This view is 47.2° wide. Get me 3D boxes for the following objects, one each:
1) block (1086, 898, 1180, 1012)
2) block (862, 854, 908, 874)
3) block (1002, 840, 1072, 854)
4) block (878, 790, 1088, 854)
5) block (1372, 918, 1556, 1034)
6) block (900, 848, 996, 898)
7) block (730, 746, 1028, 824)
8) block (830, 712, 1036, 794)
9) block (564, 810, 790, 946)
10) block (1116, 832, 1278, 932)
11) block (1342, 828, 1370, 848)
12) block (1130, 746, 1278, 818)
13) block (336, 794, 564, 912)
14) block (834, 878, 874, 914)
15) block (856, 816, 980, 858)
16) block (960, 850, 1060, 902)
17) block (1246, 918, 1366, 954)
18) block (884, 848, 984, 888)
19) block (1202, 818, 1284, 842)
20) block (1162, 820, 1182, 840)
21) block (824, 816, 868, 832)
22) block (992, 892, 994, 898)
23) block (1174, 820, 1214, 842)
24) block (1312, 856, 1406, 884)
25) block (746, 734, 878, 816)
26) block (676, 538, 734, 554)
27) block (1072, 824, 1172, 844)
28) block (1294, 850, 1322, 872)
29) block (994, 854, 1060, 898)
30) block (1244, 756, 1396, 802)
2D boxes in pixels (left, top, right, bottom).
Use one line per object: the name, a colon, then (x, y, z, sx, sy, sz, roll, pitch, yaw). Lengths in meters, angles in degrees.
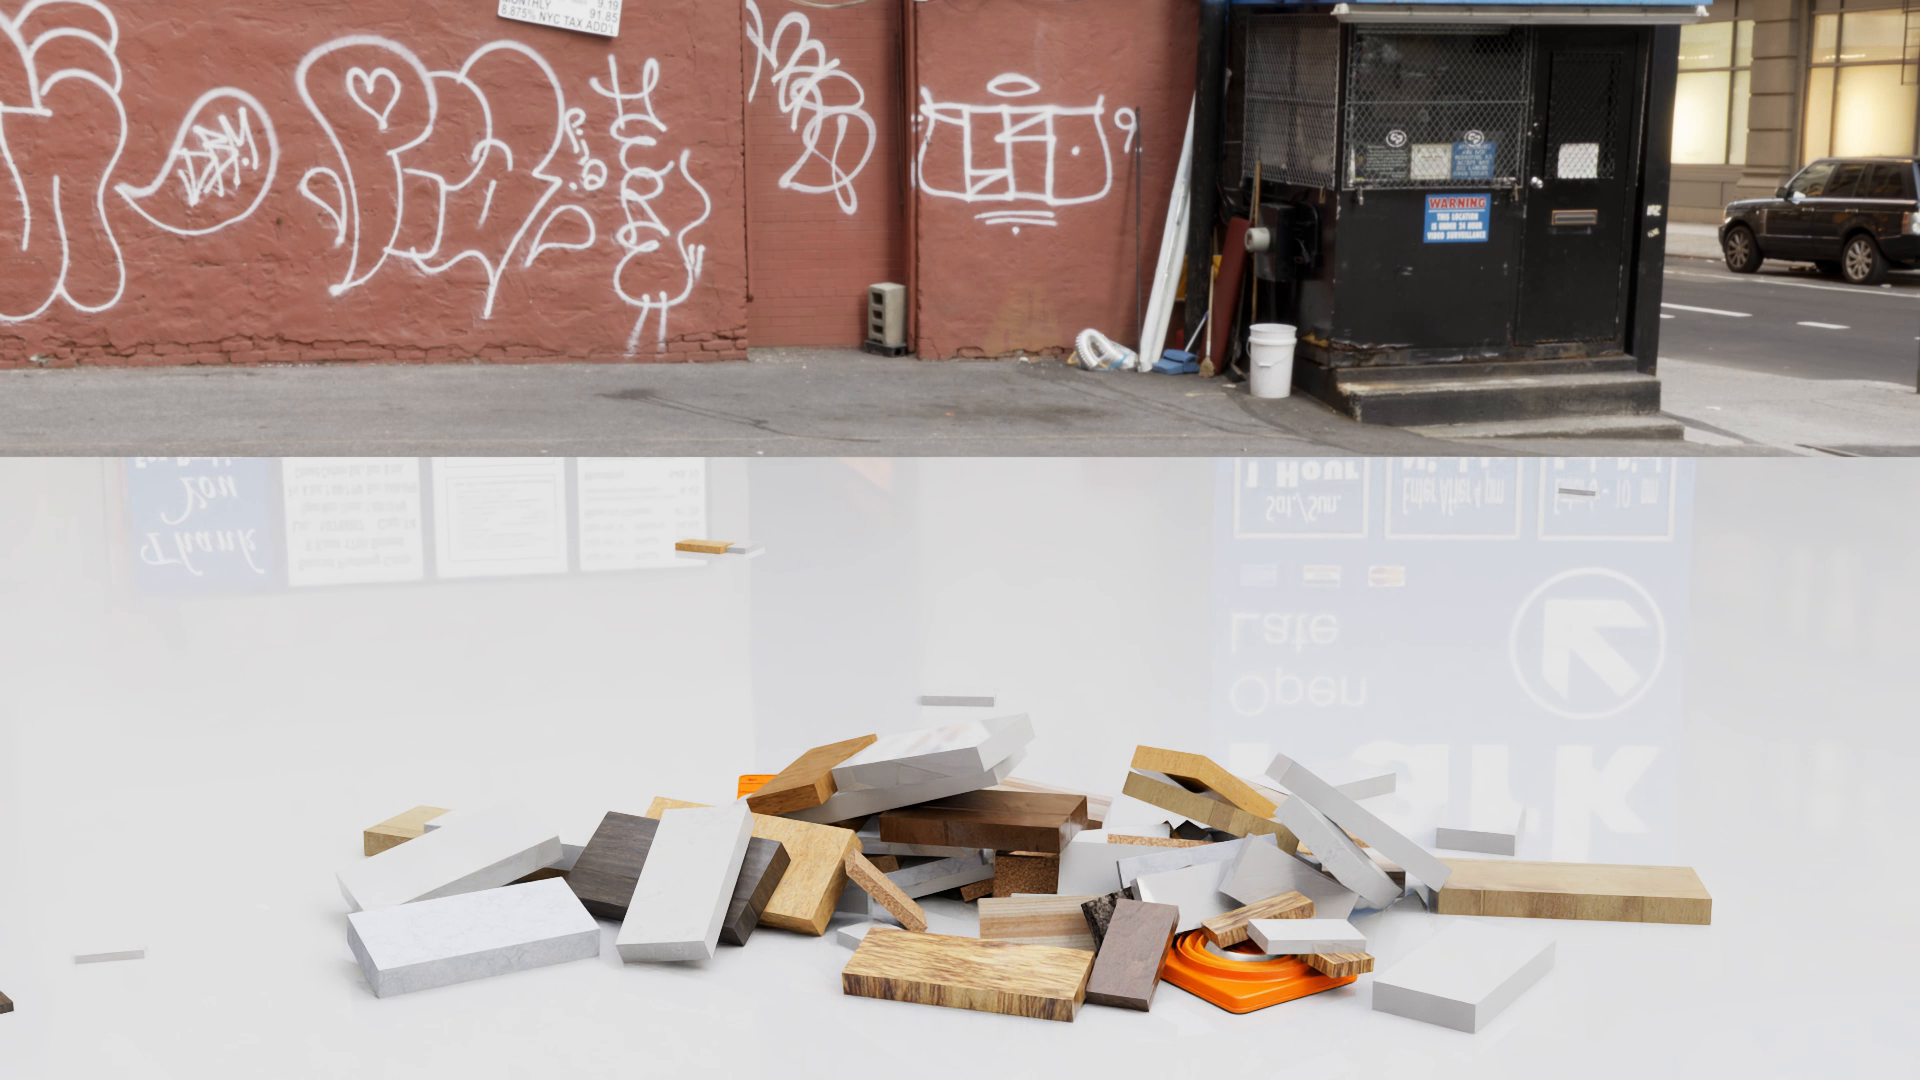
block: (0.257, 0.612, 3.252, 0.093, 0.026, 0.186, 4, 39, 20)
block: (-0.190, 0.540, 3.682, 0.203, 0.029, 0.102, -13, 10, 14)
block: (0.126, 0.510, 3.977, 0.155, 0.044, 0.310, -3, 11, -17)
block: (0.039, 0.456, 3.598, 0.307, 0.043, 0.153, 1, 14, 20)
block: (0.751, 0.643, 3.262, 0.157, 0.044, 0.313, 7, 13, 35)
block: (-0.026, 0.556, 3.660, 0.173, 0.024, 0.086, -15, 10, 3)
block: (-0.160, 0.421, 3.694, 0.539, 0.043, 0.153, -15, 8, 22)
block: (-0.045, 0.349, 3.596, 0.307, 0.043, 0.153, -13, 9, 37)
block: (-0.461, 0.542, 3.545, 0.342, 0.048, 0.171, 6, 47, 28)
block: (0.382, 0.546, 3.456, 0.252, 0.126, 0.036, -9, -14, -4)
block: (0.687, 0.532, 3.930, 0.129, 0.018, 0.064, -1, 11, -7)
block: (0.440, 0.441, 3.859, 0.145, 0.041, 0.290, 5, -22, 43)
block: (-0.829, 0.529, 3.578, 0.325, 0.046, 0.162, -22, 30, -27)
block: (-0.220, 0.563, 3.598, 0.157, 0.078, 0.022, 4, 11, 19)
block: (-0.062, 0.490, 3.640, 0.203, 0.029, 0.102, 0, 13, 16)
block: (0.084, 0.549, 3.664, 0.173, 0.024, 0.086, -20, 10, 1)
block: (0.514, 0.587, 3.259, 0.157, 0.022, 0.078, 2, 12, -16)
block: (-0.062, 0.538, 3.661, 0.203, 0.029, 0.102, -15, 10, 5)
block: (0.493, 0.502, 3.769, 0.199, 0.028, 0.099, -9, -2, 2)
block: (0.293, 0.534, 3.675, 0.164, 0.023, 0.082, -30, 20, -2)
block: (-0.227, 0.480, 3.879, 0.088, 0.025, 0.175, -9, 17, -38)
block: (0.113, 0.571, 3.662, 0.116, 0.016, 0.058, -10, 8, 12)
block: (0.340, 0.536, 3.678, 0.164, 0.023, 0.082, -35, 20, -13)
block: (0.671, 0.563, 3.752, 0.165, 0.023, 0.082, 0, 11, 2)
block: (-0.245, 0.400, 3.737, 0.132, 0.037, 0.264, -15, 8, 23)
block: (-0.776, 0.019, 6.680, 0.159, 0.023, 0.080, 5, 12, 24)
block: (0.266, 0.508, 3.637, 0.164, 0.023, 0.082, -6, 26, 10)
block: (0.576, 0.555, 3.717, 0.014, 0.050, 0.101, -5, 12, -25)
block: (0.143, 0.561, 3.582, 0.173, 0.086, 0.024, 2, 2, 10)
block: (0.689, 0.469, 4.213, 0.271, 0.038, 0.135, -7, 13, -34)
